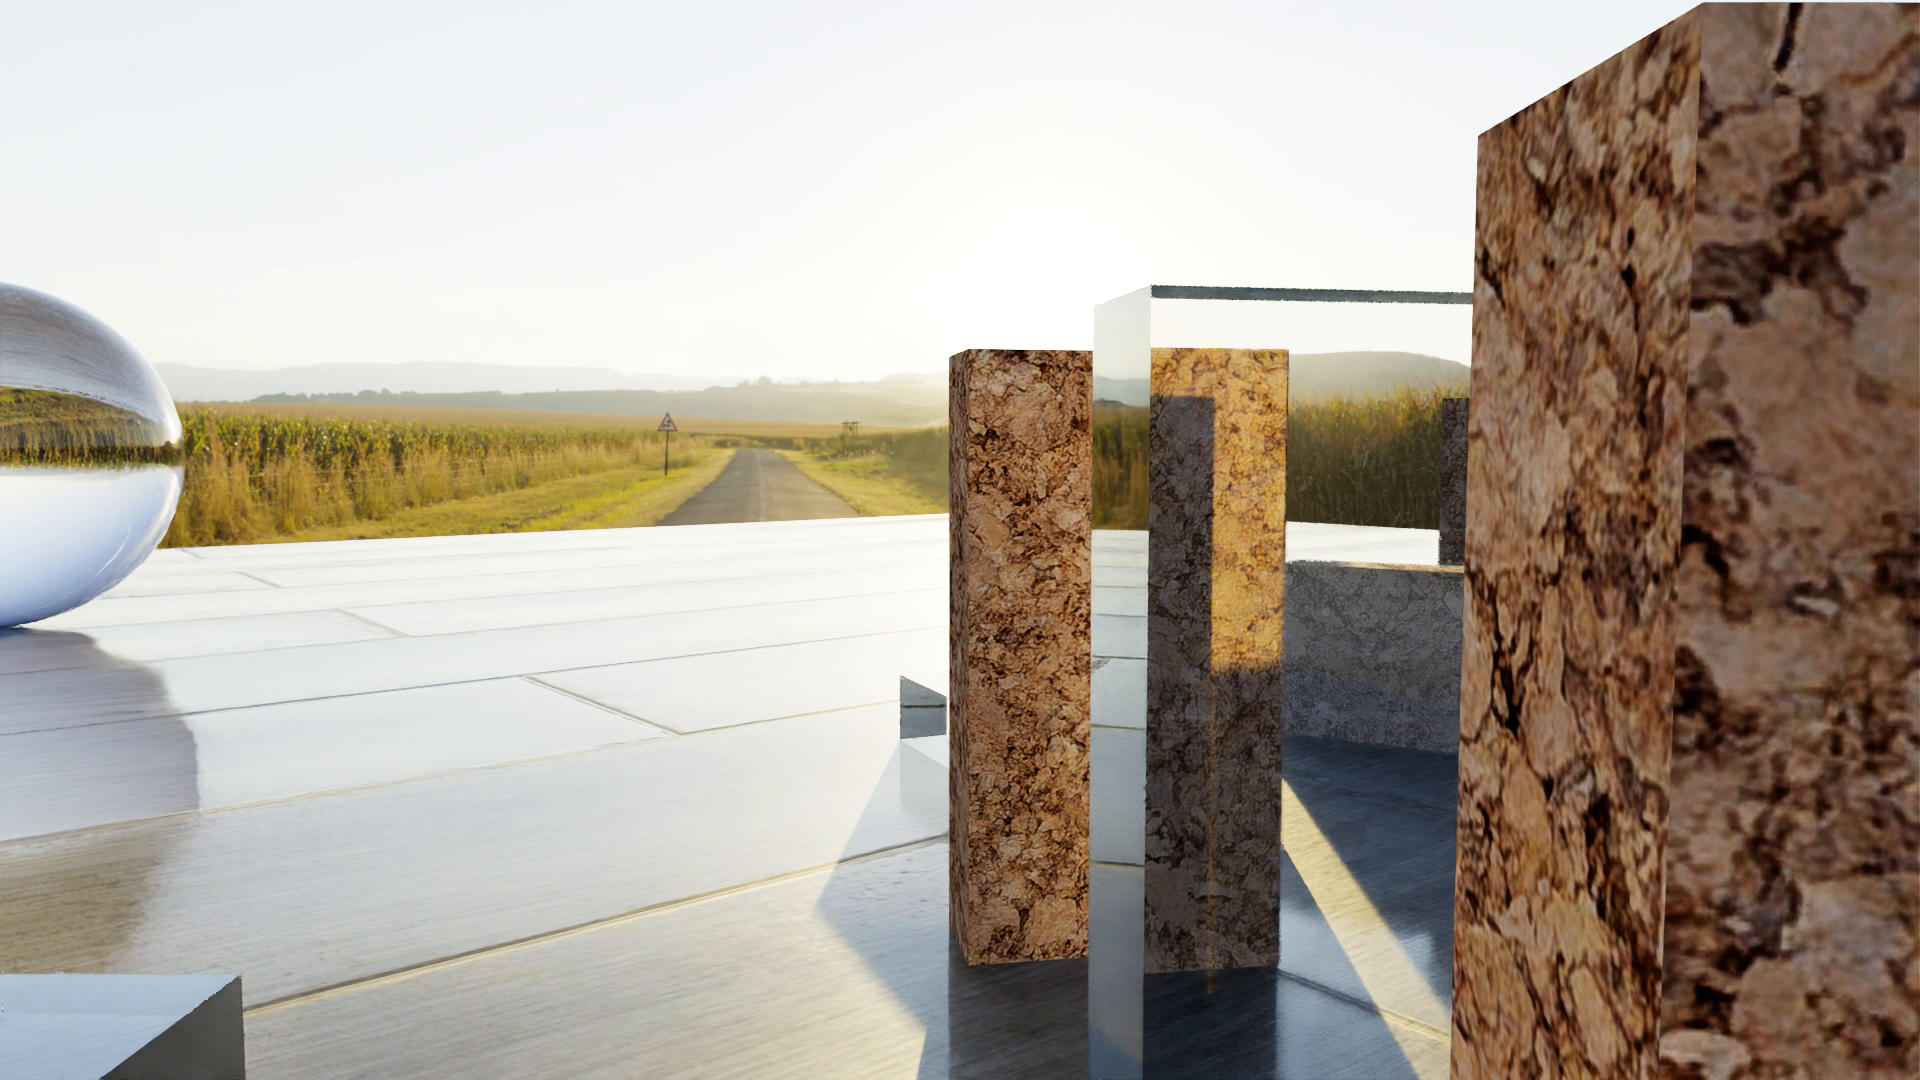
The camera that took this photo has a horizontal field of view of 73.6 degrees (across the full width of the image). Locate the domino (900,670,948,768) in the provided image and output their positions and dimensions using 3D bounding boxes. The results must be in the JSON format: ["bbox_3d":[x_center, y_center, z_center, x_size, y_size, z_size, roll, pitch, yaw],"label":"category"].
[{"bbox_3d":[0.013,0.025,0.167,0.025,0.010,0.050,-2,5,-23],"label":"domino"}]

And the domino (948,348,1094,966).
[{"bbox_3d":[0.012,0.009,0.110,0.025,0.050,0.010,-1,4,-10],"label":"domino"}]

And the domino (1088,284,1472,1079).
[{"bbox_3d":[0.020,0.012,0.069,0.025,0.050,0.009,-1,4,-11],"label":"domino"}]

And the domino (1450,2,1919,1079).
[{"bbox_3d":[0.025,0.015,0.028,0.025,0.050,0.010,0,4,0],"label":"domino"}]

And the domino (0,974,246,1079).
[{"bbox_3d":[-0.057,0.034,0.055,0.025,0.010,0.050,0,4,0],"label":"domino"}]

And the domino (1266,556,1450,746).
[{"bbox_3d":[0.070,0.016,0.184,0.050,0.025,0.009,3,5,31],"label":"domino"}]

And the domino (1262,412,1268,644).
[{"bbox_3d":[0.053,-0.001,0.244,0.009,0.050,0.025,1,4,14],"label":"domino"}]

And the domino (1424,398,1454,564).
[{"bbox_3d":[0.090,0.001,0.227,0.009,0.050,0.025,3,5,34],"label":"domino"}]

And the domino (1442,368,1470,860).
[{"bbox_3d":[0.058,0.009,0.121,0.009,0.050,0.025,-1,4,-14],"label":"domino"}]

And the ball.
[{"bbox_3d":[-0.224,-0.020,0.294,0.080,0.080,0.080,0,4,0],"label":"ball"}]
